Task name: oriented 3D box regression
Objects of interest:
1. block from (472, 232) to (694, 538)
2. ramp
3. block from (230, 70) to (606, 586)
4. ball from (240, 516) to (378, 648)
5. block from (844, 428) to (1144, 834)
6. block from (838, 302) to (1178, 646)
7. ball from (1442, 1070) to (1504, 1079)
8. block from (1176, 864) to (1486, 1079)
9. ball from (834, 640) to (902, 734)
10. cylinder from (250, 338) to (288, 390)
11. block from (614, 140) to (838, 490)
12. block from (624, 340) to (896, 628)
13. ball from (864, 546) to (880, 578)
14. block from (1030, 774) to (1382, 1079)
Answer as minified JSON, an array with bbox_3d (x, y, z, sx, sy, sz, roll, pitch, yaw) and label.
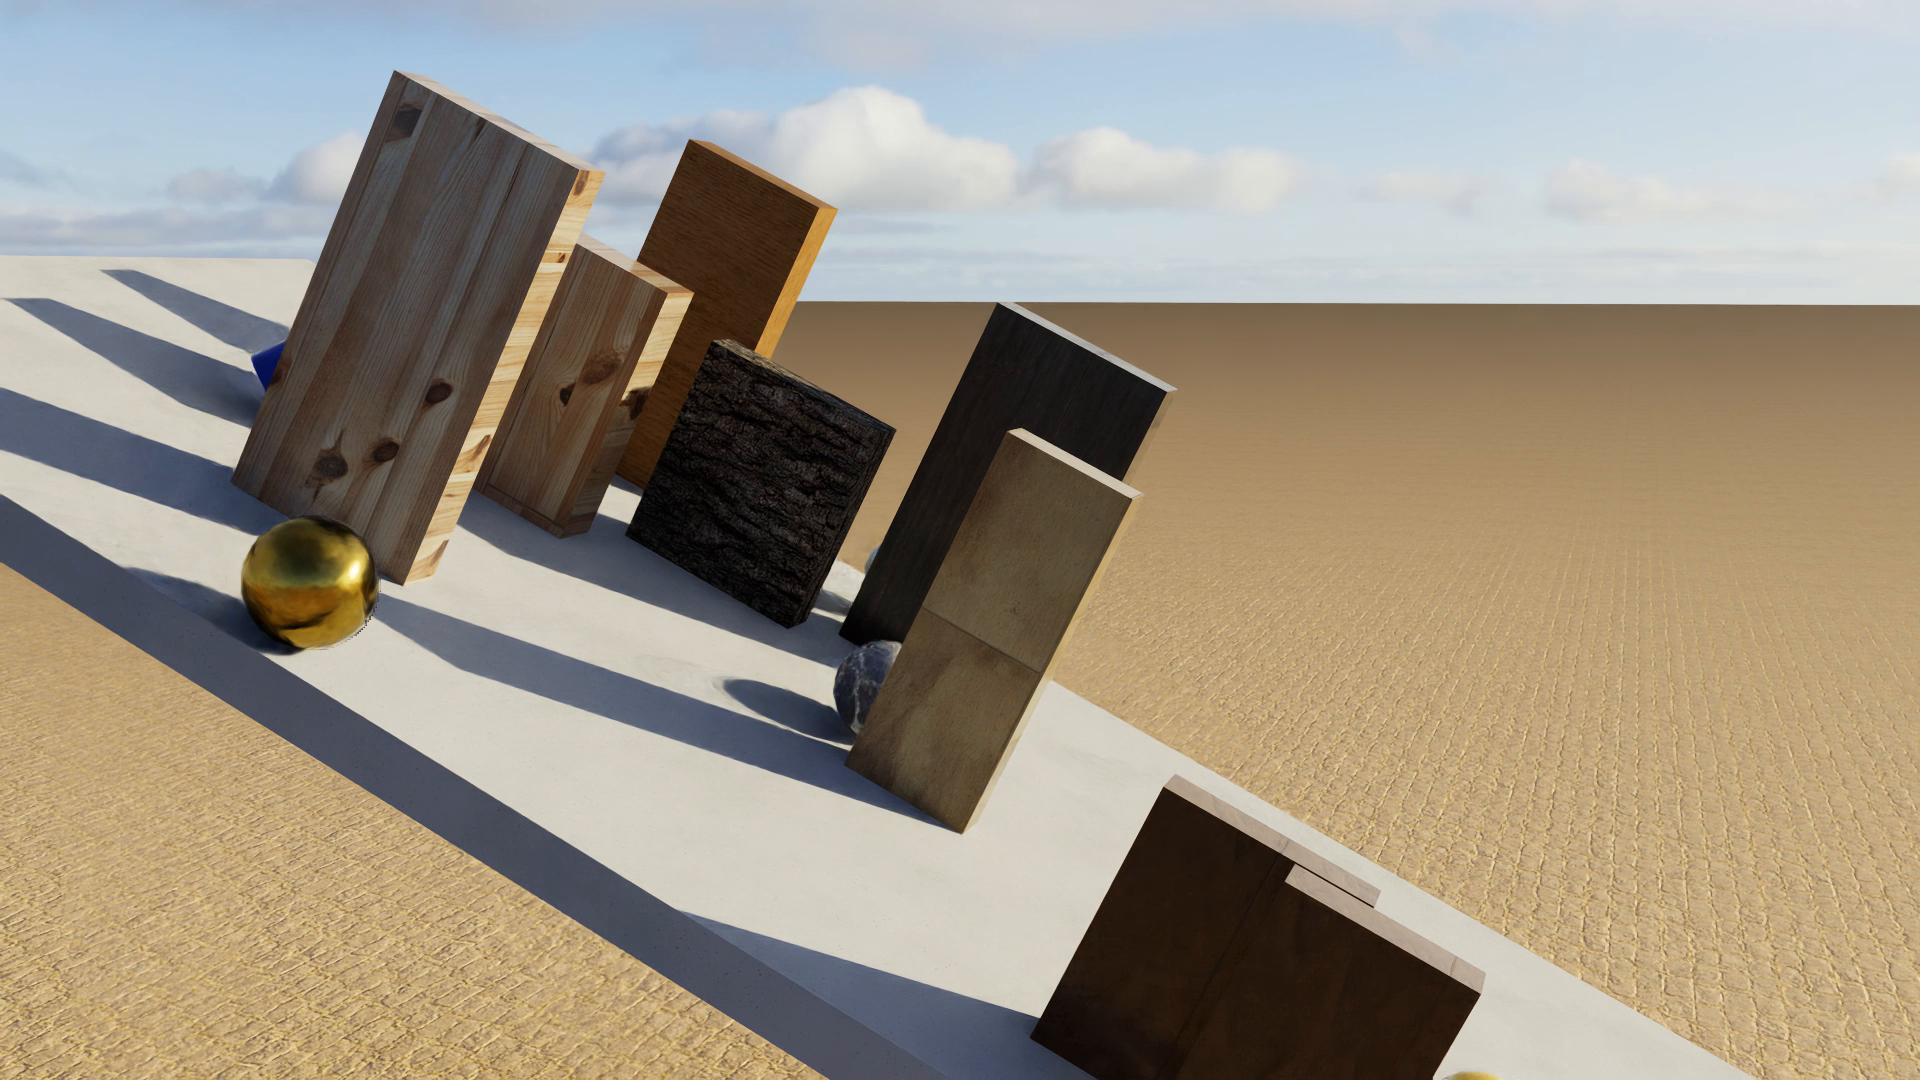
[{"bbox_3d":[-0.860,-0.355,4.465,0.447,0.551,0.125,29,14,12],"label":"block"},{"bbox_3d":[-0.241,0.405,4.158,4.000,0.100,2.000,29,14,12],"label":"ramp"},{"bbox_3d":[-0.948,-0.362,3.817,0.383,0.795,0.097,29,14,12],"label":"block"},{"bbox_3d":[-1.002,0.065,3.392,0.205,0.205,0.205,0,7,0],"label":"ball"},{"bbox_3d":[0.056,0.164,3.925,0.252,0.685,0.093,29,14,12],"label":"block"},{"bbox_3d":[0.094,-0.054,4.583,0.396,0.785,0.107,29,14,12],"label":"block"},{"bbox_3d":[0.813,0.938,3.466,0.199,0.199,0.199,0,7,0],"label":"ball"},{"bbox_3d":[0.473,0.731,3.027,0.293,0.477,0.094,29,14,12],"label":"block"},{"bbox_3d":[-0.144,0.285,4.158,0.191,0.191,0.191,0,7,0],"label":"ball"},{"bbox_3d":[-1.266,-0.320,4.278,0.163,0.163,0.163,-27,12,-10],"label":"cylinder"},{"bbox_3d":[-0.597,-0.482,4.974,0.343,0.756,0.119,29,14,12],"label":"block"},{"bbox_3d":[-0.418,-0.119,4.587,0.409,0.459,0.104,29,14,12],"label":"block"},{"bbox_3d":[-0.135,0.076,4.867,0.155,0.155,0.155,0,7,0],"label":"ball"},{"bbox_3d":[0.360,0.630,3.258,0.344,0.447,0.088,29,14,12],"label":"block"}]
